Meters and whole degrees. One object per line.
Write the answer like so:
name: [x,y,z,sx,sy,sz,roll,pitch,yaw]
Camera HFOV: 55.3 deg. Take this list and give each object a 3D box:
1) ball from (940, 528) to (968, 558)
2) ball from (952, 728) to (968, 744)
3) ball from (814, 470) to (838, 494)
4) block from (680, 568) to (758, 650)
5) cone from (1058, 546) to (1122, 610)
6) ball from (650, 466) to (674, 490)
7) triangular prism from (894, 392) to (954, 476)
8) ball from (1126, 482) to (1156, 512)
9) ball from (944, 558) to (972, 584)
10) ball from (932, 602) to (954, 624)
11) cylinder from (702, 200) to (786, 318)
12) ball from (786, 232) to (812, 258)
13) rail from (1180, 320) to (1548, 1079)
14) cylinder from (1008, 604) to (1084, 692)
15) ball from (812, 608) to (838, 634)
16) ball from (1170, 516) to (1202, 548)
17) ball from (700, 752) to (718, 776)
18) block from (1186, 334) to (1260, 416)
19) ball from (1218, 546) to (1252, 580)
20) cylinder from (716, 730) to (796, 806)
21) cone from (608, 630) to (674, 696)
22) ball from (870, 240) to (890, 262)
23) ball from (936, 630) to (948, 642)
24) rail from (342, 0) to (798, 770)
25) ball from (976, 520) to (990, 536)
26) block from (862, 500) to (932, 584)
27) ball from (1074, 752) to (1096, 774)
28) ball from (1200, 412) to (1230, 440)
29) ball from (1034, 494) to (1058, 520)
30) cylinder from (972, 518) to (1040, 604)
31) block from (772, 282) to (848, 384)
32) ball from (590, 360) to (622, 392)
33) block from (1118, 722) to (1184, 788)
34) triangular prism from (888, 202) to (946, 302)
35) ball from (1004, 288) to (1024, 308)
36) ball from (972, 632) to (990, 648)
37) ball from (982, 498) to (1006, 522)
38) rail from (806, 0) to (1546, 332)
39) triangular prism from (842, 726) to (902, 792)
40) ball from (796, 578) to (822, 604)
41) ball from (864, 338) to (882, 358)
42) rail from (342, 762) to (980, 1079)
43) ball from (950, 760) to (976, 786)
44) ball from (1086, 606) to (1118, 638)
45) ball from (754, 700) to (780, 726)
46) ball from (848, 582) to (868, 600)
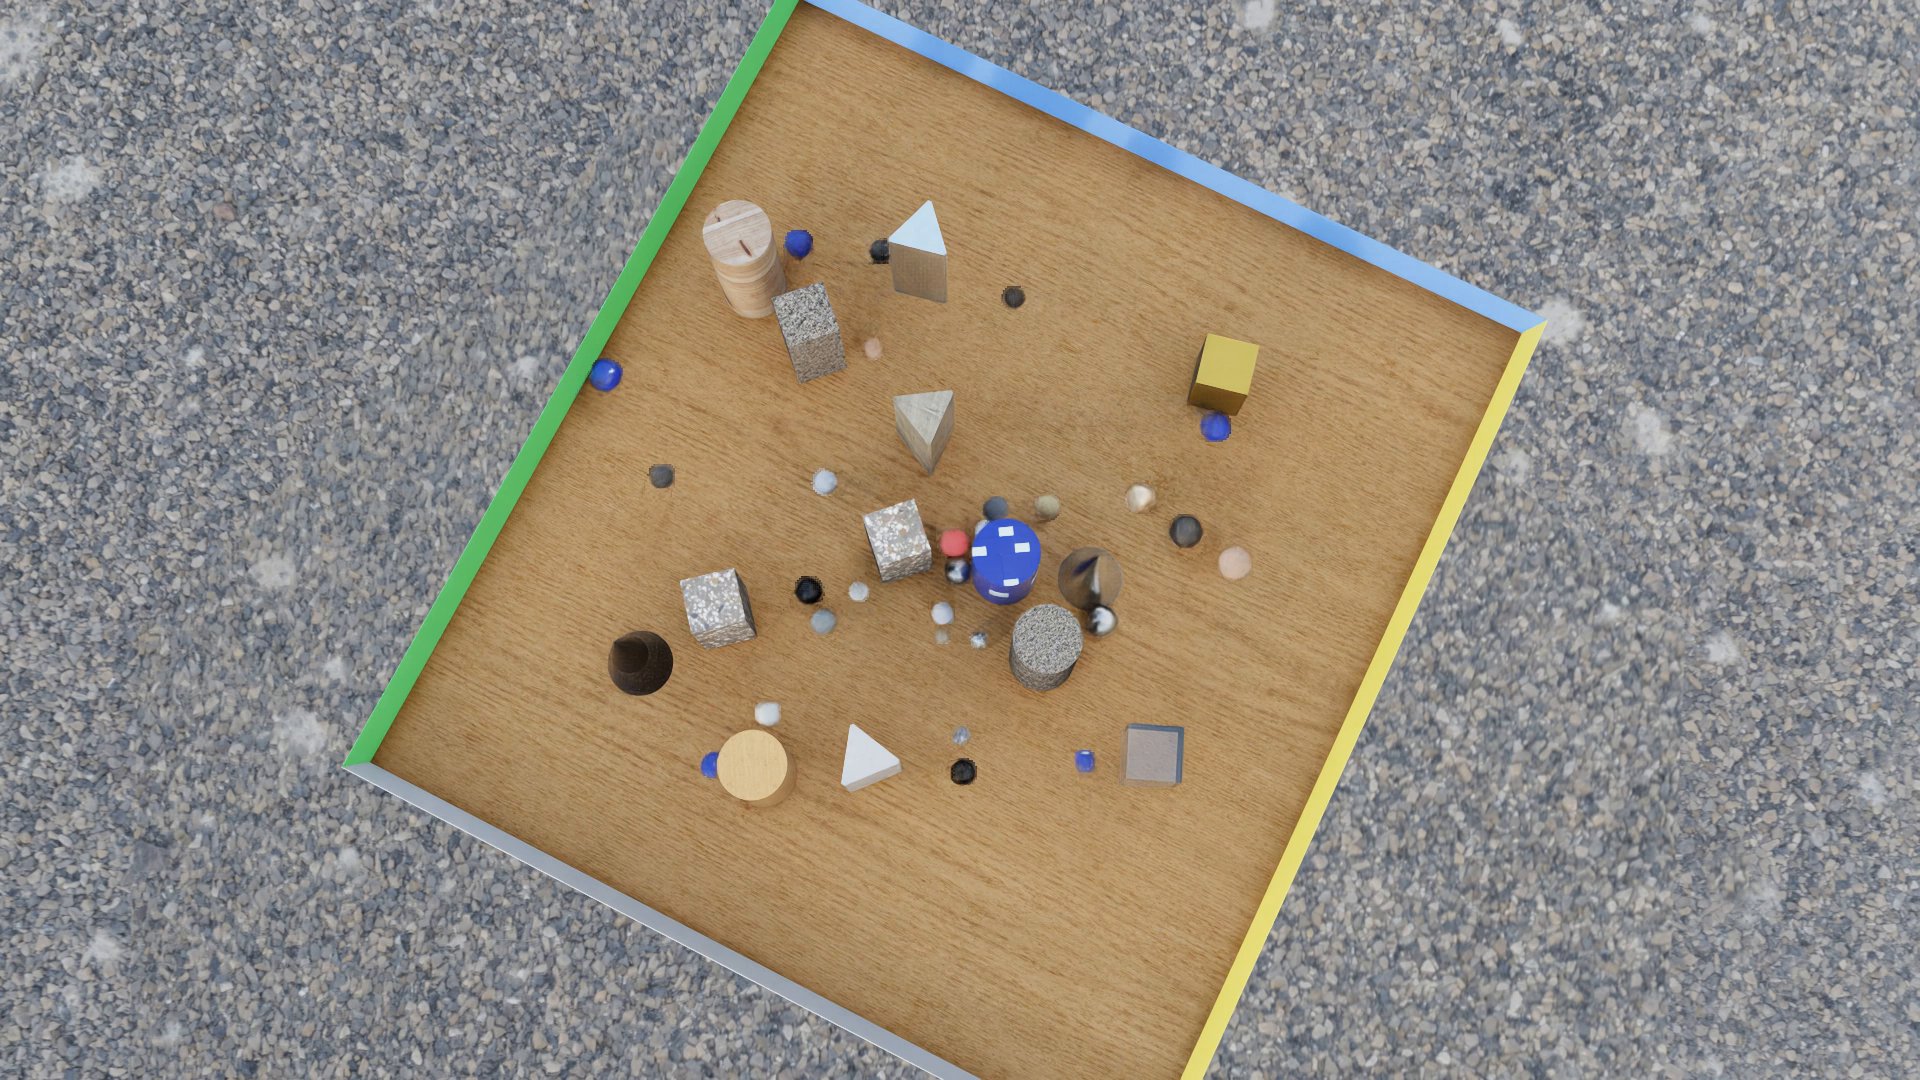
ball: [-0.019,0.009,5.570,0.087,0.087,0.087,0,78,0]
ball: [0.001,0.587,5.471,0.048,0.048,0.048,0,78,0]
ball: [-0.412,-0.178,5.617,0.071,0.071,0.071,0,78,0]
block: [-0.709,0.206,5.413,0.159,0.315,0.159,-14,79,-3]
cone: [0.398,0.082,5.417,0.199,0.357,0.199,0,78,0]
ball: [-0.914,-0.193,5.619,0.073,0.073,0.073,0,78,0]
triangular prism: [-0.081,-0.349,5.492,0.149,0.386,0.172,-36,81,-7]
ball: [0.555,-0.129,5.596,0.092,0.092,0.092,0,78,0]
ball: [-0.006,0.093,5.555,0.083,0.083,0.083,0,78,0]
ball: [-0.052,0.222,5.537,0.067,0.067,0.067,0,78,0]
cylinder: [-0.645,-0.842,5.543,0.199,0.485,0.199,0,78,0]
ball: [-0.507,-0.929,5.767,0.082,0.082,0.082,0,78,0]
rail: [1.150,0.570,5.432,0.045,0.129,2.838,26,80,5]
cylinder: [0.247,0.318,5.349,0.199,0.396,0.199,0,78,0]
ball: [-0.409,0.245,5.527,0.076,0.076,0.076,0,78,0]
ball: [0.687,-0.024,5.571,0.099,0.099,0.099,0,78,0]
ball: [-0.734,0.666,5.443,0.070,0.070,0.070,0,78,0]
block: [0.801,-0.502,5.598,0.159,0.240,0.159,14,79,3]
ball: [0.833,0.070,5.552,0.099,0.099,0.099,0,78,0]
cylinder: [-0.587,0.666,5.322,0.199,0.307,0.199,0,78,0]
cone: [-0.966,0.327,5.323,0.199,0.442,0.199,0,78,0]
ball: [-0.248,-0.909,5.769,0.071,0.071,0.071,0,78,0]
ball: [-0.054,0.290,5.535,0.042,0.042,0.042,0,78,0]
rail: [-1.150,-0.556,5.665,0.045,0.129,2.838,26,80,5]
ball: [0.078,-0.030,5.591,0.062,0.062,0.062,0,78,0]
block: [-0.185,0.008,5.467,0.159,0.290,0.159,-18,79,-4]
ball: [0.372,0.662,5.448,0.061,0.061,0.061,0,78,0]
ball: [0.784,-0.350,5.643,0.090,0.090,0.090,0,78,0]
ball: [0.265,-0.101,5.600,0.075,0.075,0.075,0,78,0]
cylinder: [0.134,0.068,5.438,0.199,0.322,0.199,0,78,0]
block: [-0.453,-0.623,5.552,0.159,0.379,0.159,-19,79,-4]
ball: [-1.097,-0.507,5.673,0.096,0.096,0.096,0,78,0]
block: [0.558,0.633,5.356,0.159,0.255,0.159,4,78,1]
triangular prism: [-0.107,-0.882,5.578,0.172,0.433,0.149,14,79,3]
ball: [0.170,-0.758,5.740,0.066,0.066,0.066,0,78,0]
ball: [0.063,0.301,5.527,0.053,0.053,0.053,0,78,0]
ball: [0.106,-0.093,5.598,0.075,0.075,0.075,0,78,0]
rail: [0.624,-1.215,5.801,2.619,0.129,0.045,26,80,5]
triangular prism: [-0.280,0.621,5.336,0.172,0.298,0.149,-22,79,-4]
ball: [-0.456,0.155,5.543,0.081,0.081,0.081,0,78,0]
ball: [-0.271,-0.599,5.710,0.059,0.059,0.059,0,78,0]
rail: [-0.624,1.229,5.295,2.619,0.129,0.045,26,80,5]
ball: [0.008,0.691,5.435,0.075,0.075,0.075,0,78,0]
ball: [0.425,0.245,5.516,0.097,0.097,0.097,0,78,0]
ball: [-0.577,0.518,5.471,0.076,0.076,0.076,0,78,0]
ball: [-0.308,0.155,5.554,0.060,0.060,0.060,0,78,0]
